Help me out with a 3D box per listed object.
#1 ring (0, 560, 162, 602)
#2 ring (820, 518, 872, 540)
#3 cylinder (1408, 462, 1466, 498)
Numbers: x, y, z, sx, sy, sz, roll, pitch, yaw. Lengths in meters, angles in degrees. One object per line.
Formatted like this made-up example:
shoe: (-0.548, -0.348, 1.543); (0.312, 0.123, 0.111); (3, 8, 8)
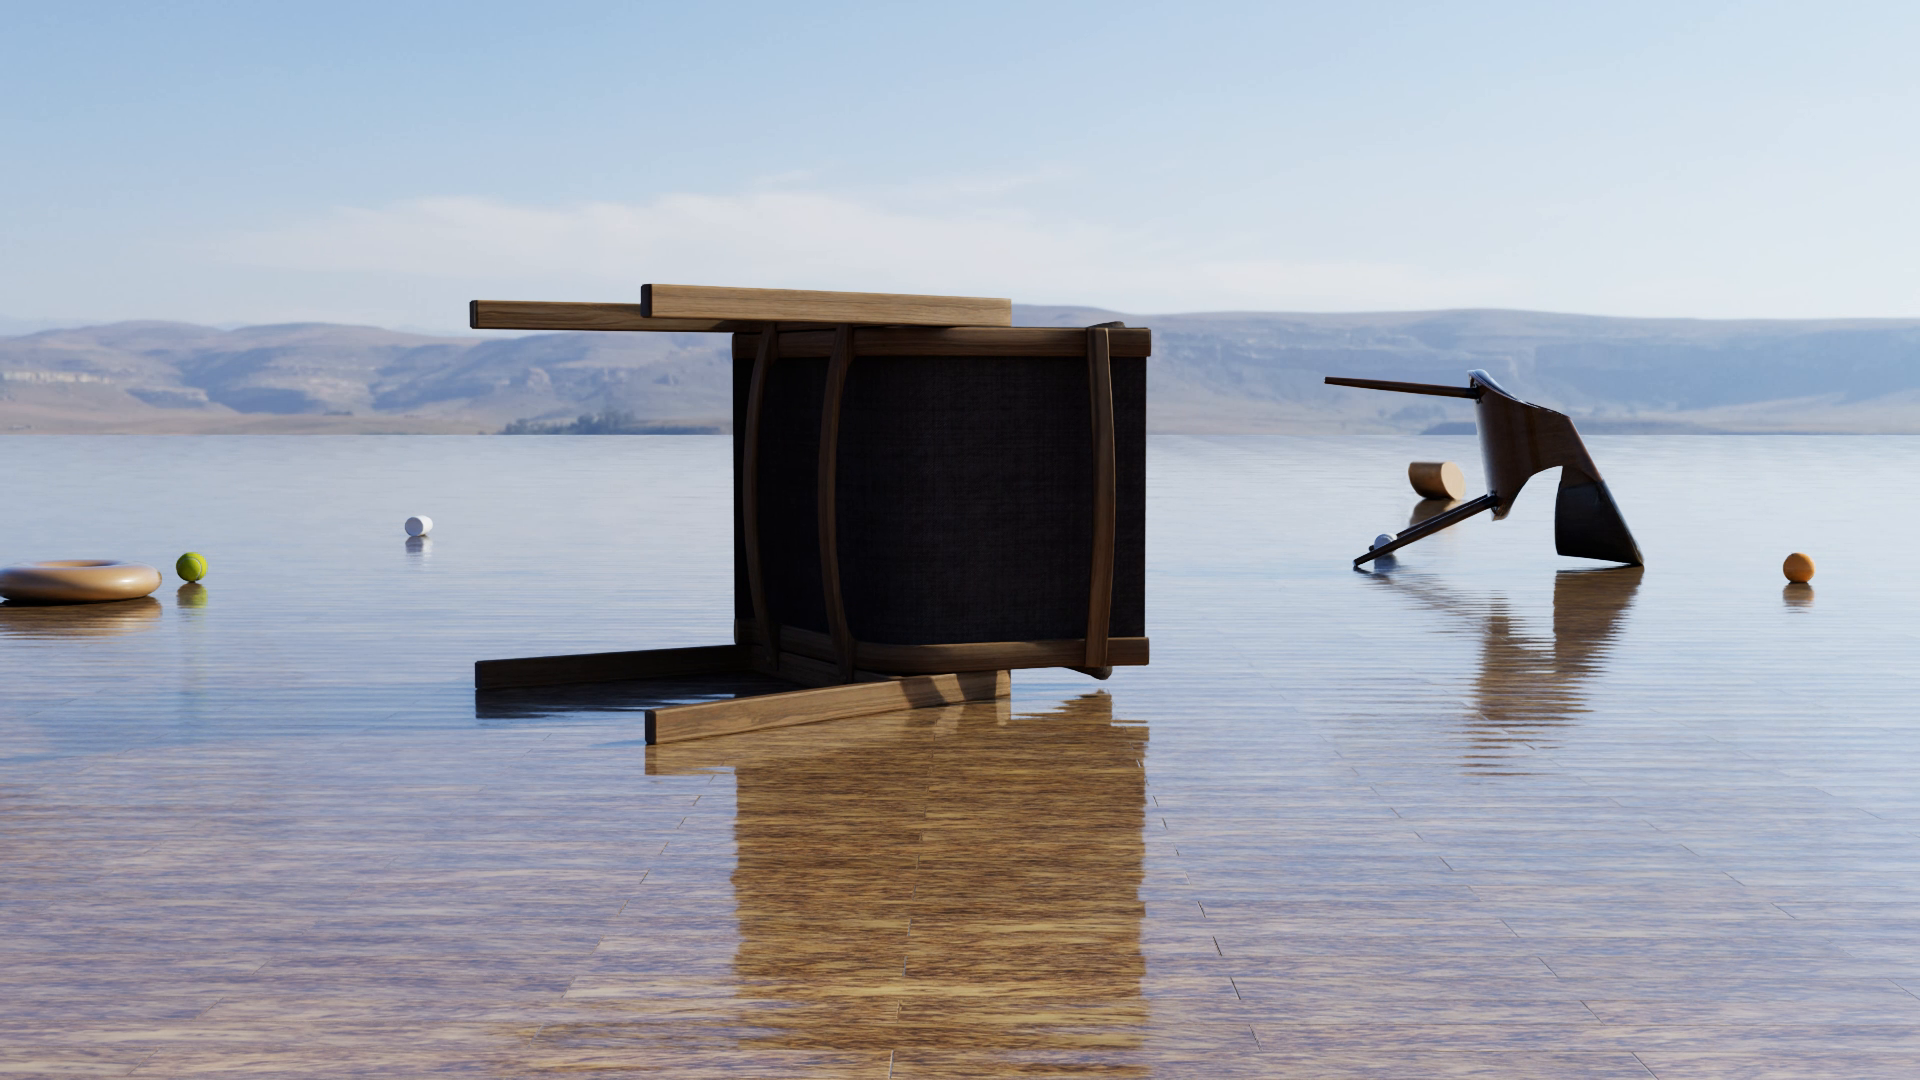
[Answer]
ring: (-1.907, 0.087, 4.746); (0.349, 0.075, 0.407); (-1, 4, -24)
ring: (-0.340, -0.031, 6.588); (0.156, 0.057, 0.176); (-1, 5, -31)
cylinder: (1.947, -0.245, 8.974); (0.144, 0.128, 0.252); (3, -19, 37)
